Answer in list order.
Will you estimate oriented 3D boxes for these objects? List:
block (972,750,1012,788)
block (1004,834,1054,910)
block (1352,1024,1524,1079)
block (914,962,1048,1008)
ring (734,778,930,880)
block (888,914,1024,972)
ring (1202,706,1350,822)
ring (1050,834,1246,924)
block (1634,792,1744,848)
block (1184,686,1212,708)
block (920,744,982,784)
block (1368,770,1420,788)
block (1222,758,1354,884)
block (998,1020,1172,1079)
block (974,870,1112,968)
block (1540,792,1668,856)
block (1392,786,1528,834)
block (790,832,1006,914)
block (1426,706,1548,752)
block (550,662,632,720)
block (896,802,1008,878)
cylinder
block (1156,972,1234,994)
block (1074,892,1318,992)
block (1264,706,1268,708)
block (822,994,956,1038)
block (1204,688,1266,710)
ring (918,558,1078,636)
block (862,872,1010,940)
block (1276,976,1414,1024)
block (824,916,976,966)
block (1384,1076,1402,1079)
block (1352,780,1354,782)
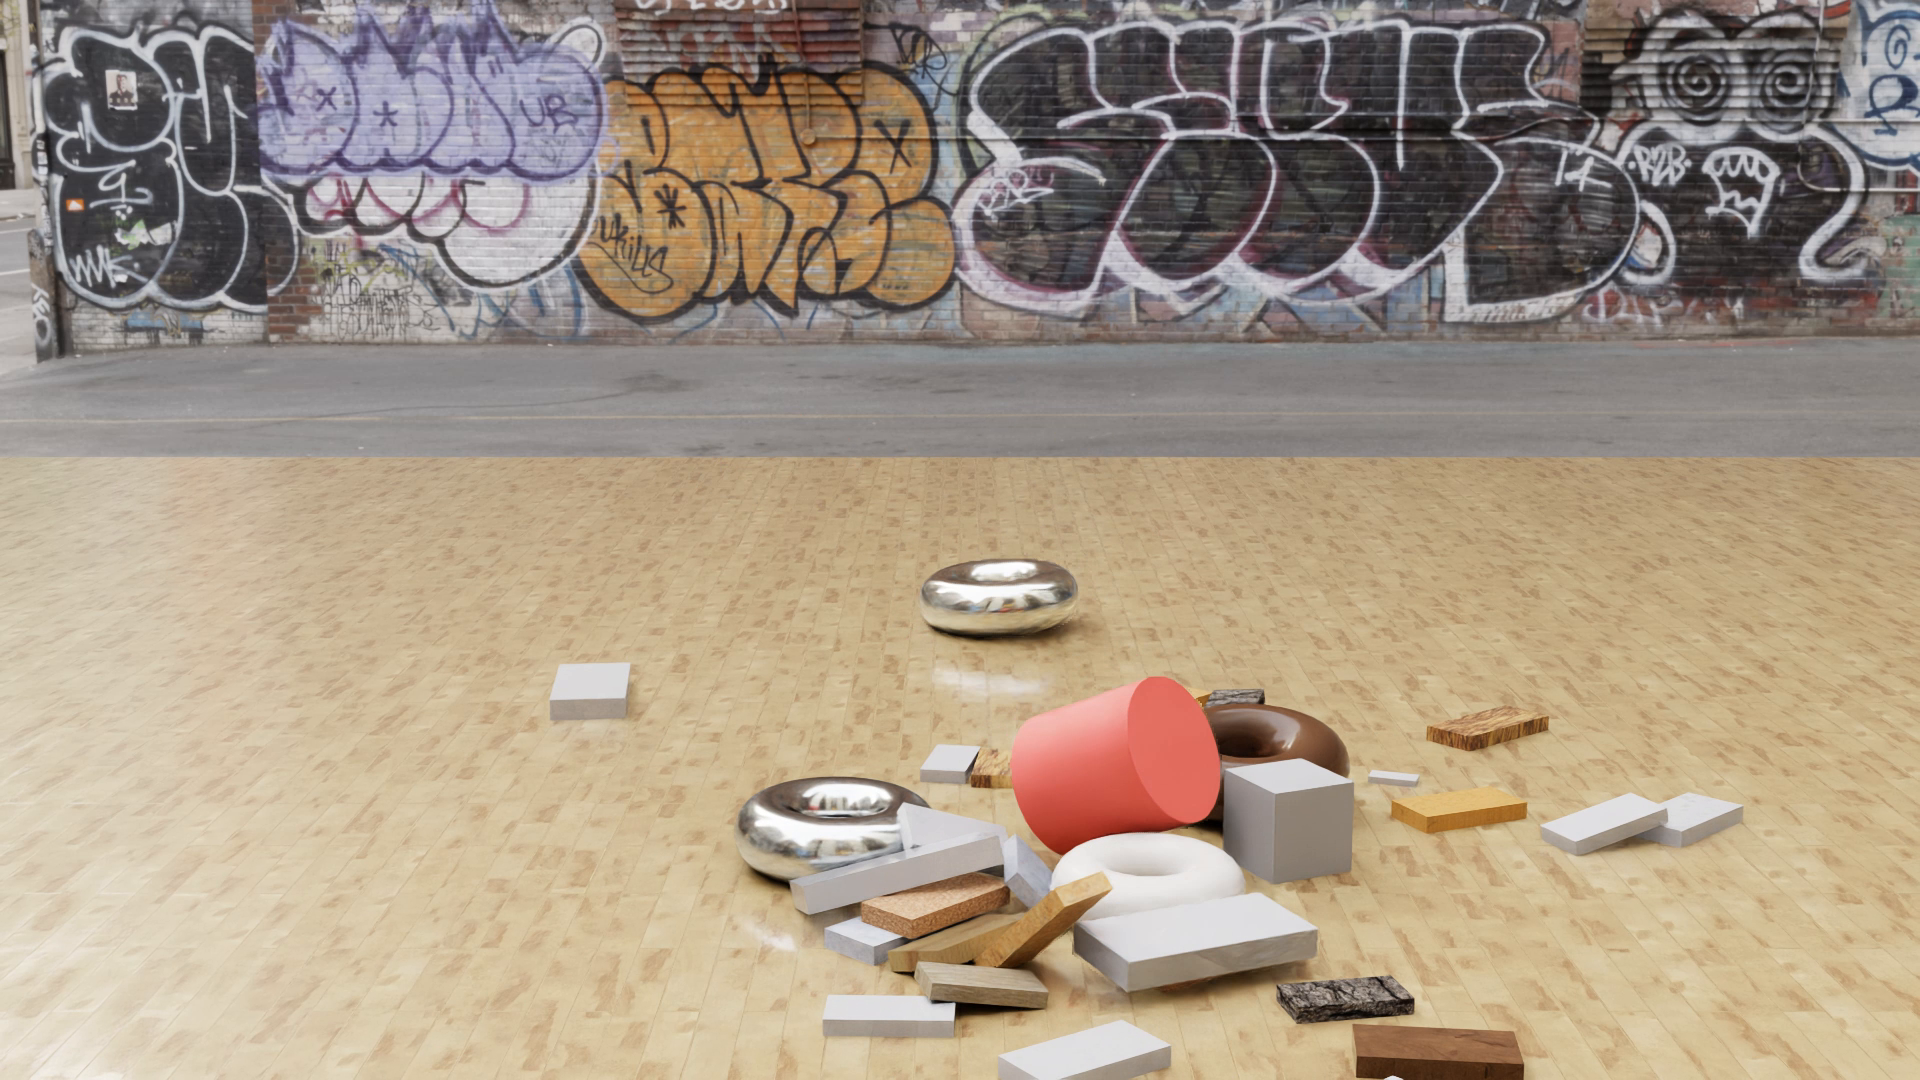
[{"bbox_3d":[0.076,0.452,4.345,0.090,0.025,0.180,1,11,6],"label":"block"},{"bbox_3d":[0.116,0.555,3.602,0.028,0.099,0.199,-42,7,8],"label":"block"},{"bbox_3d":[0.648,0.700,2.992,0.220,0.031,0.110,1,11,7],"label":"block"},{"bbox_3d":[0.031,0.647,3.200,0.177,0.025,0.089,8,7,-17],"label":"block"},{"bbox_3d":[-0.214,0.504,3.815,0.356,0.119,0.356,1,11,0],"label":"ring"},{"bbox_3d":[0.007,0.616,3.369,0.110,0.031,0.220,-11,0,44],"label":"block"},{"bbox_3d":[0.540,0.418,4.117,0.375,0.125,0.375,-2,19,1],"label":"ring"},{"bbox_3d":[0.304,0.560,3.552,0.315,0.105,0.315,-1,12,0],"label":"ring"},{"bbox_3d":[1.322,0.510,4.013,0.222,0.031,0.111,-10,14,-42],"label":"block"},{"bbox_3d":[0.467,0.346,4.913,0.180,0.025,0.090,10,14,42],"label":"block"},{"bbox_3d":[-0.018,0.445,4.378,0.090,0.025,0.180,2,11,10],"label":"block"},{"bbox_3d":[0.848,0.467,4.297,0.093,0.013,0.046,4,11,20],"label":"block"},{"bbox_3d":[0.566,0.484,3.802,0.160,0.160,0.160,-5,12,-25],"label":"block"},{"bbox_3d":[0.169,0.704,2.973,0.213,0.030,0.107,-7,13,-34],"label":"block"},{"bbox_3d":[0.123,0.574,3.278,0.110,0.031,0.220,-11,-29,-46],"label":"block"},{"bbox_3d":[1.152,0.508,3.931,0.200,0.028,0.099,-16,15,-19],"label":"block"},{"bbox_3d":[0.924,0.499,4.073,0.222,0.031,0.111,-5,11,-23],"label":"block"},{"bbox_3d":[-0.104,0.537,3.558,0.324,0.046,0.162,-13,-3,-13],"label":"block"},{"bbox_3d":[1.112,0.395,4.630,0.264,0.031,0.111,-8,13,-38],"label":"block"},{"bbox_3d":[-0.823,0.336,4.911,0.162,0.046,0.324,-1,11,-6],"label":"block"},{"bbox_3d":[-0.006,0.510,3.732,0.199,0.028,0.099,16,32,-24],"label":"block"},{"bbox_3d":[0.269,0.393,3.800,0.257,0.257,0.257,-22,-5,37],"label":"cylinder"},{"bbox_3d":[0.360,0.632,3.350,0.223,0.032,0.112,-8,14,-35],"label":"block"},{"bbox_3d":[0.354,0.601,3.304,0.328,0.046,0.162,-5,13,-25],"label":"block"},{"bbox_3d":[0.657,0.384,4.725,0.072,0.020,0.143,-4,11,-23],"label":"block"},{"bbox_3d":[-0.099,0.677,3.130,0.184,0.025,0.089,0,11,2],"label":"block"},{"bbox_3d":[0.579,0.369,4.695,0.111,0.031,0.222,-3,14,17],"label":"block"},{"bbox_3d":[0.100,0.145,5.651,0.414,0.138,0.414,-3,11,1],"label":"ring"},{"bbox_3d":[-0.037,0.575,3.487,0.112,0.032,0.223,10,14,43],"label":"block"},{"bbox_3d":[0.558,0.666,3.190,0.177,0.025,0.089,-2,11,-11],"label":"block"},{"bbox_3d":[-0.092,0.612,3.463,0.112,0.032,0.223,10,15,44],"label":"block"},{"bbox_3d":[0.600,0.740,2.780,0.107,0.030,0.213,-9,14,-41],"label":"block"},{"bbox_3d":[0.629,0.475,4.204,0.222,0.031,0.111,5,12,24],"label":"block"}]
